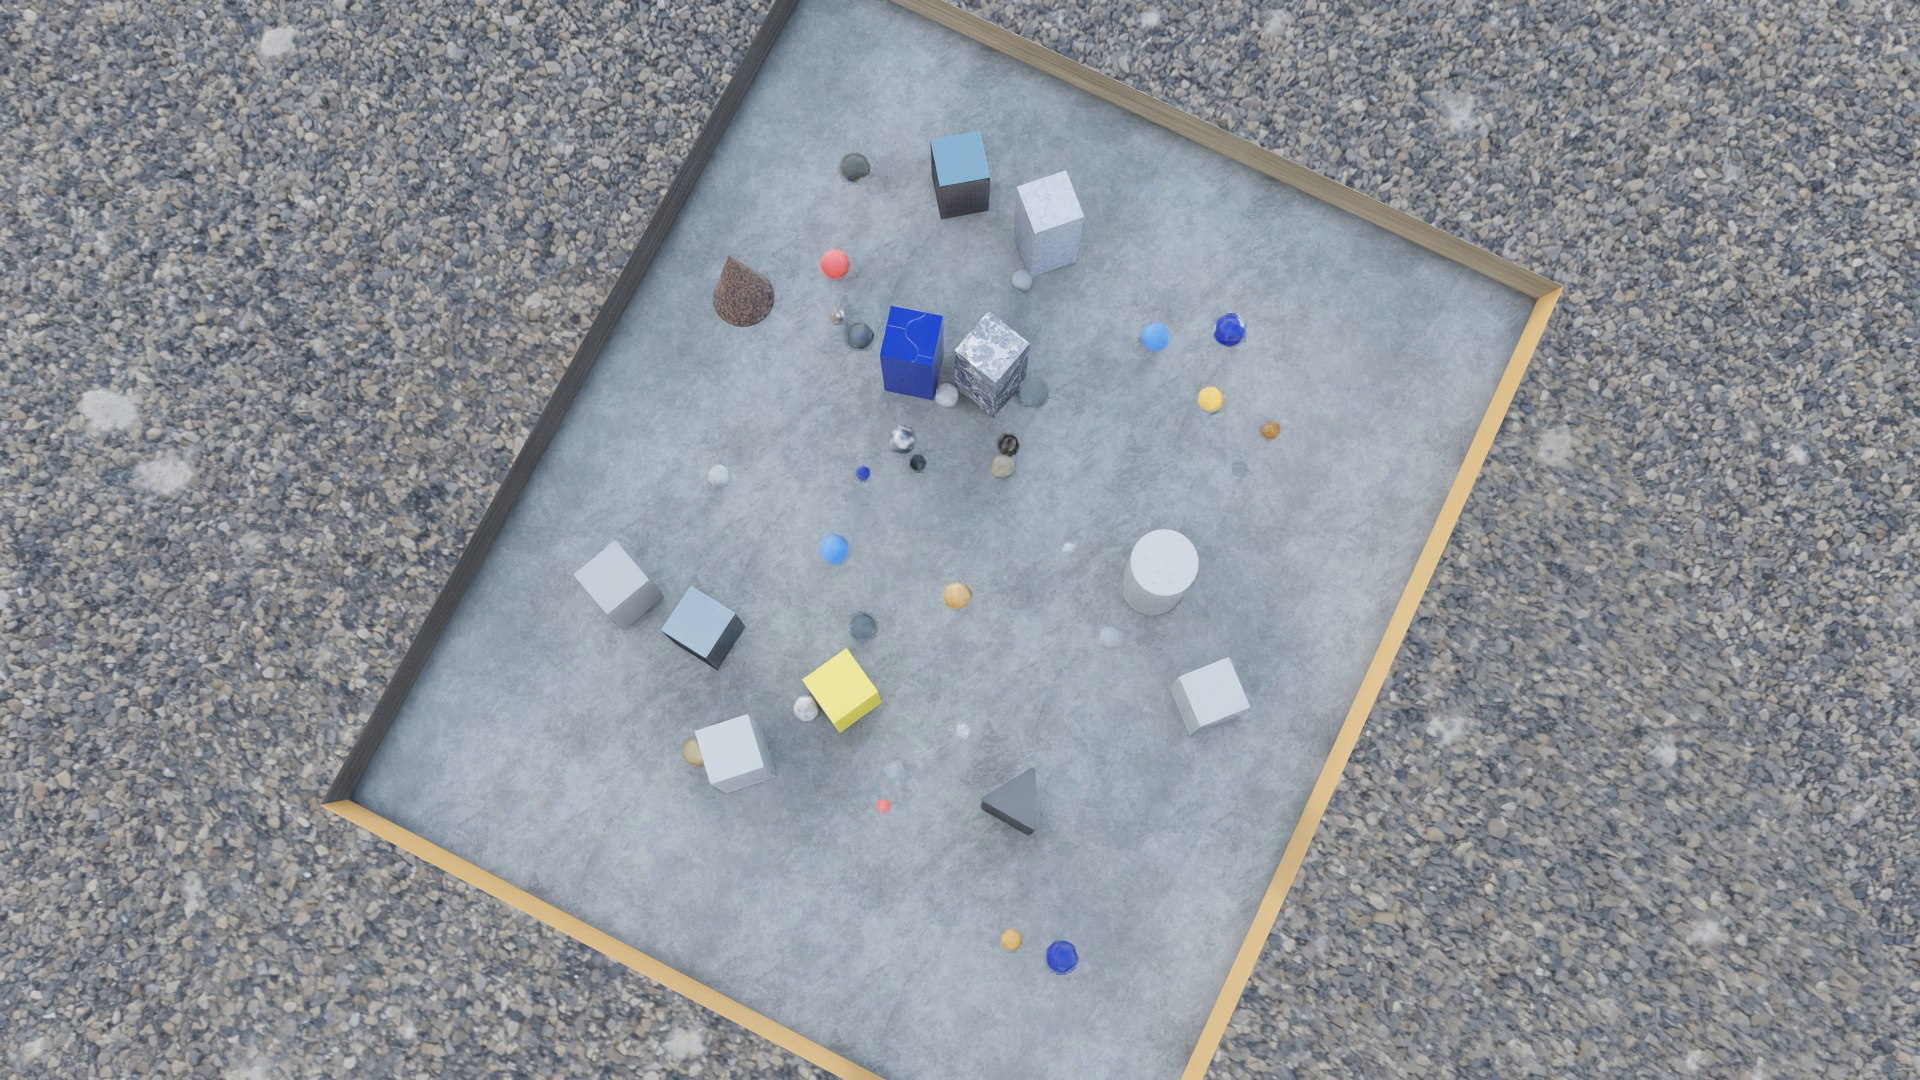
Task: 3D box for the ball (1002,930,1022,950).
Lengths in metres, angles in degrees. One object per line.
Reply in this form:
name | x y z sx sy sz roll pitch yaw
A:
ball | 0.152 1.166 5.344 0.061 0.061 0.061 0 78 0

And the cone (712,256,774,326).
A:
cone | -0.682 -0.802 5.591 0.195 0.374 0.195 0 78 0

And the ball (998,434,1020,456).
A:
ball | 0.151 -0.291 5.643 0.066 0.066 0.066 0 78 0

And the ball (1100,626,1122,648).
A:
ball | 0.454 0.292 5.520 0.071 0.071 0.071 0 78 0

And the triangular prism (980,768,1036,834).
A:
triangular prism | 0.170 0.735 5.272 0.169 0.376 0.146 29 80 6

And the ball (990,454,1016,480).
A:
ball | 0.131 -0.225 5.624 0.077 0.077 0.077 0 78 0

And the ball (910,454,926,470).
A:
ball | -0.129 -0.239 5.640 0.051 0.051 0.051 0 78 0

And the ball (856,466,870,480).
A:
ball | -0.299 -0.206 5.636 0.045 0.045 0.045 0 78 0

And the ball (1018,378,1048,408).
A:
ball | 0.225 -0.455 5.664 0.092 0.092 0.092 0 78 0

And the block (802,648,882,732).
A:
block | -0.344 0.445 5.386 0.156 0.271 0.156 -35 81 -7

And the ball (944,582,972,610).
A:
ball | -0.007 0.169 5.538 0.085 0.085 0.085 0 78 0

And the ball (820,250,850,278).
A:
ball | -0.392 -0.866 5.749 0.091 0.091 0.091 0 78 0

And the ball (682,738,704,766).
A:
ball | -0.780 0.630 5.442 0.087 0.087 0.087 0 78 0

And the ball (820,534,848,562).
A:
ball | -0.383 0.025 5.566 0.089 0.089 0.089 0 78 0

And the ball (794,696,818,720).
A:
ball | -0.459 0.502 5.474 0.075 0.075 0.075 0 78 0

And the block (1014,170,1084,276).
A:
block | 0.269 -0.965 5.623 0.156 0.379 0.156 -19 79 -4

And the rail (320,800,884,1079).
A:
rail | -0.679 1.337 5.274 2.621 0.127 0.045 26 80 5

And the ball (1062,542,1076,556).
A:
ball | 0.334 0.027 5.590 0.041 0.041 0.041 0 78 0

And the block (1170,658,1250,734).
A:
block | 0.733 0.462 5.394 0.156 0.249 0.156 -21 79 -4

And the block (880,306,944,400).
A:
block | -0.142 -0.562 5.547 0.156 0.363 0.156 11 79 2

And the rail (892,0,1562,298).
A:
rail | 0.679 -1.324 5.825 2.621 0.127 0.045 26 80 5

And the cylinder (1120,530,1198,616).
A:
cylinder | 0.587 0.099 5.422 0.195 0.341 0.195 0 78 0

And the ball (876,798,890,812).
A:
ball | -0.230 0.786 5.433 0.041 0.041 0.041 0 78 0

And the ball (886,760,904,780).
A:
ball | -0.194 0.684 5.445 0.058 0.058 0.058 0 78 0

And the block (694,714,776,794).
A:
block | -0.645 0.621 5.302 0.156 0.364 0.156 -18 79 -4

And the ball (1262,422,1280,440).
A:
ball | 0.962 -0.339 5.658 0.056 0.056 0.056 0 78 0

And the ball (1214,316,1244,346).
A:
ball | 0.837 -0.651 5.701 0.097 0.097 0.097 0 78 0

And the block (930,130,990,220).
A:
block | 0.000 -1.135 5.715 0.156 0.268 0.156 -11 79 -2

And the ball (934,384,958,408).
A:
ball | -0.040 -0.447 5.671 0.075 0.075 0.075 0 78 0

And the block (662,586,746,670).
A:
block | -0.758 0.262 5.431 0.156 0.258 0.156 31 80 6

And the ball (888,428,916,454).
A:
ball | -0.179 -0.304 5.638 0.082 0.082 0.082 0 78 0

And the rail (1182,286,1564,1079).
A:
rail | 1.151 0.570 5.433 0.045 0.127 3.085 26 80 5

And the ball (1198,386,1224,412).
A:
ball | 0.775 -0.434 5.666 0.078 0.078 0.078 0 78 0

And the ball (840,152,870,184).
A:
ball | -0.332 -1.180 5.813 0.095 0.095 0.095 0 78 0

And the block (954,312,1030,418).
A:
block | 0.094 -0.525 5.531 0.156 0.380 0.156 39 81 7

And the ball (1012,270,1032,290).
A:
ball | 0.195 -0.815 5.751 0.067 0.067 0.067 0 78 0

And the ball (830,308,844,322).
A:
ball | -0.383 -0.704 5.739 0.044 0.044 0.044 0 78 0

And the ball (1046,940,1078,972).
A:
ball | 0.295 1.208 5.319 0.092 0.092 0.092 0 78 0

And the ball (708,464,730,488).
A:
ball | -0.739 -0.196 5.623 0.068 0.068 0.068 0 78 0

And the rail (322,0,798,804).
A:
rail | -1.151 -0.557 5.666 0.045 0.127 3.085 26 80 5

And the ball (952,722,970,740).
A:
ball | 0.003 0.571 5.472 0.051 0.051 0.051 0 78 0

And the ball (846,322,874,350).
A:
ball | -0.313 -0.635 5.704 0.086 0.086 0.086 0 78 0

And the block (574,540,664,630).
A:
block | -1.010 0.136 5.445 0.156 0.282 0.156 -40 81 -8

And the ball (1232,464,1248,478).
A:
ball | 0.859 -0.212 5.636 0.049 0.049 0.049 0 78 0

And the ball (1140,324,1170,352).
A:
ball | 0.607 -0.630 5.702 0.088 0.088 0.088 0 78 0

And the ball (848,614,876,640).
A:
ball | -0.295 0.262 5.521 0.080 0.080 0.080 0 78 0
